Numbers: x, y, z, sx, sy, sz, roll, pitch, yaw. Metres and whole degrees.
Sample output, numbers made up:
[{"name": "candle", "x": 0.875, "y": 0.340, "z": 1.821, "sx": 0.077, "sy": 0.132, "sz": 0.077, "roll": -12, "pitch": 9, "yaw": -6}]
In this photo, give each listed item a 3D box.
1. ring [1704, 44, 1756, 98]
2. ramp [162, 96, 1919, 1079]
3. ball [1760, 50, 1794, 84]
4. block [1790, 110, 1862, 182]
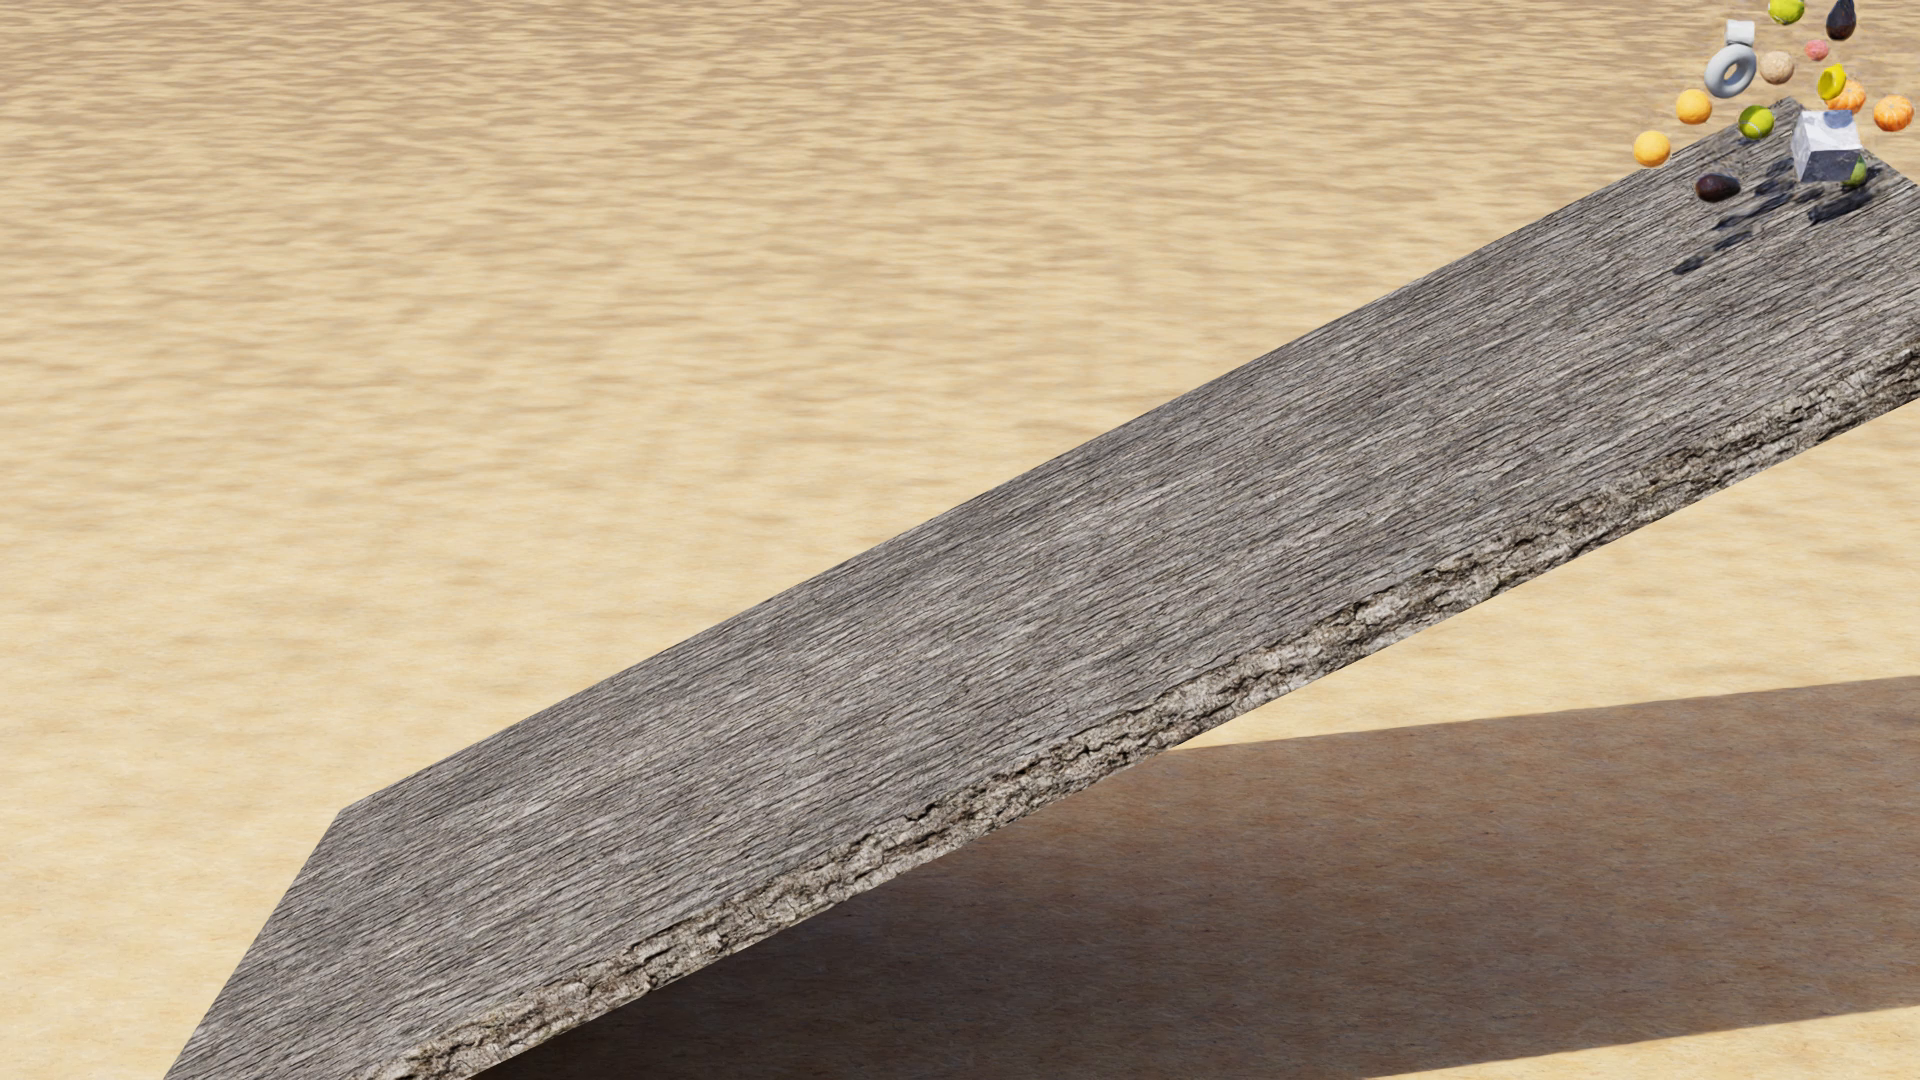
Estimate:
[{"name": "ring", "x": 1.526, "y": -0.928, "z": 5.824, "sx": 0.115, "sy": 0.115, "sz": 0.038, "roll": -8, "pitch": 37, "yaw": -24}, {"name": "ramp", "x": 0.140, "y": 0.167, "z": 6.281, "sx": 4.000, "sy": 0.100, "sz": 2.000, "roll": -26, "pitch": 14, "yaw": 10}, {"name": "ball", "x": 1.599, "y": -0.924, "z": 5.757, "sx": 0.067, "sy": 0.067, "sz": 0.067, "roll": 0, "pitch": 17, "yaw": 0}, {"name": "block", "x": 1.689, "y": -0.768, "z": 5.738, "sx": 0.098, "sy": 0.098, "sz": 0.098, "roll": -3, "pitch": 58, "yaw": -1}]
